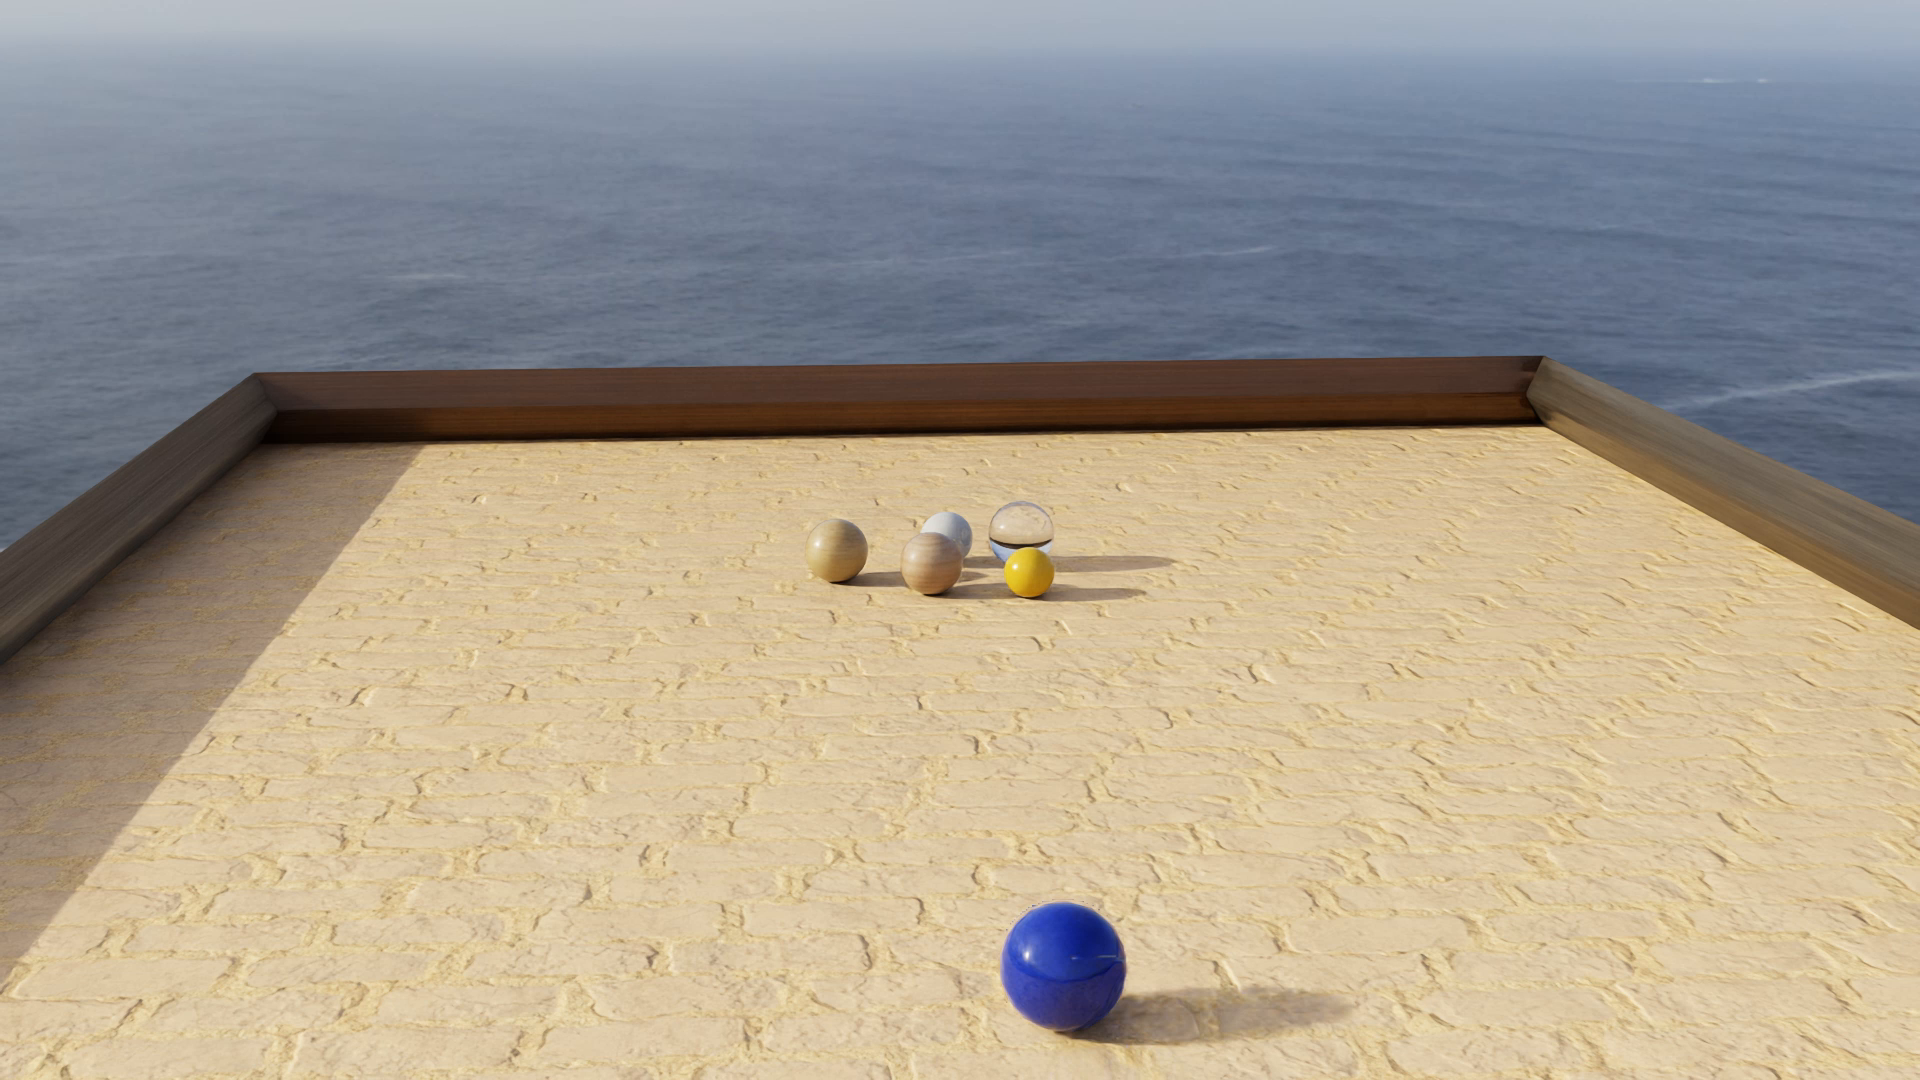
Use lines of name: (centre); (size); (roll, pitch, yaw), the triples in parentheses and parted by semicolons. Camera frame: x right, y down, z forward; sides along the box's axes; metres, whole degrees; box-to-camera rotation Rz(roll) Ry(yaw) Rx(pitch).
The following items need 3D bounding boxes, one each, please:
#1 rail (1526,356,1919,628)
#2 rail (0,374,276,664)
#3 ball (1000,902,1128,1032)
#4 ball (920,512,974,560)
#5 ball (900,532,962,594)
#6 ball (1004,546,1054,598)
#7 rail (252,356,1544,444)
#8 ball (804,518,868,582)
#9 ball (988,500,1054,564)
rail: (1.194, 0.183, 2.110); (0.045, 0.123, 3.875); (-1, 14, -5)
rail: (-1.033, 0.227, 1.929); (0.045, 0.123, 3.875); (-1, 14, -5)
ball: (0.077, 0.316, 1.628); (0.095, 0.095, 0.095); (0, 14, 0)
ball: (-0.018, -0.002, 2.987); (0.073, 0.073, 0.073); (0, 14, 0)
ball: (-0.037, 0.030, 2.834); (0.081, 0.081, 0.081); (0, 14, 0)
ball: (0.089, 0.042, 2.821); (0.065, 0.065, 0.065); (0, 14, 0)
rail: (-0.079, -0.245, 3.872); (2.283, 0.123, 0.045); (-1, 14, -5)
ball: (-0.163, 0.014, 2.895); (0.084, 0.084, 0.084); (0, 14, 0)
ball: (0.083, -0.008, 2.970); (0.090, 0.090, 0.090); (0, 14, 0)
